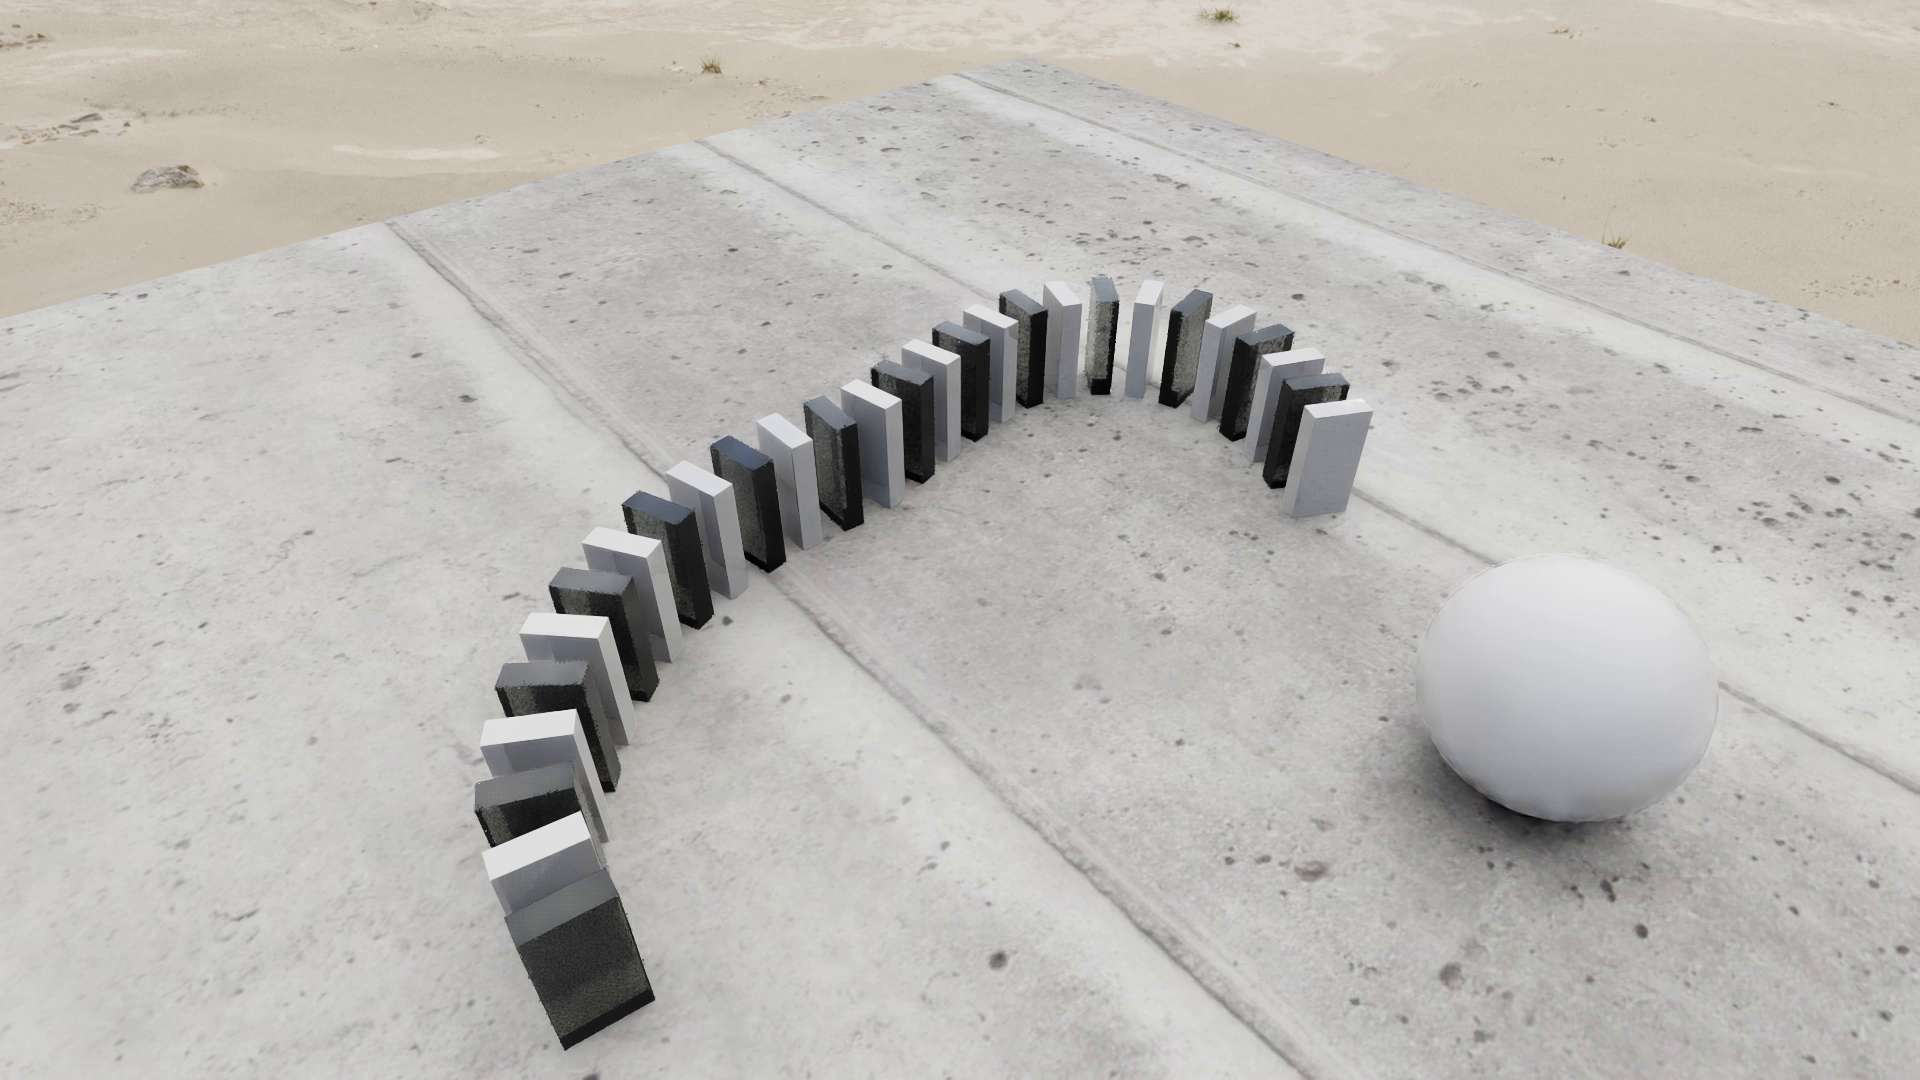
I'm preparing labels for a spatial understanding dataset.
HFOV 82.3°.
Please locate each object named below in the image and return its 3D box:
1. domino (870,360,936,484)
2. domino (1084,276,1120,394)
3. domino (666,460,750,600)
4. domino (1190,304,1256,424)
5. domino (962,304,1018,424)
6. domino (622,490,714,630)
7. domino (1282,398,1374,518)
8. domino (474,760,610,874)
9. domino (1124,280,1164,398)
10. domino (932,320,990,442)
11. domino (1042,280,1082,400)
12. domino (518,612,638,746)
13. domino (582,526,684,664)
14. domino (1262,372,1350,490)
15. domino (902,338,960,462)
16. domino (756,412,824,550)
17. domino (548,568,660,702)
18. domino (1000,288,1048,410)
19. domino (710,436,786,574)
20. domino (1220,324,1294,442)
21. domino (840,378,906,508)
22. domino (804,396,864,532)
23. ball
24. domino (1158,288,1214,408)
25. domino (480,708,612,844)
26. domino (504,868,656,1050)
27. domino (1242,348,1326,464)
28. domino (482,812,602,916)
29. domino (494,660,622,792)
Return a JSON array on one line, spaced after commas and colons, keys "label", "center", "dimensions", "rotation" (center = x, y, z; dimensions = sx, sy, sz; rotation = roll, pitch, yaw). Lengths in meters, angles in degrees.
[{"label": "domino", "center": [-0.024, -0.050, 0.473], "dimensions": [0.025, 0.050, 0.010], "rotation": [22, 44, 25]}, {"label": "domino", "center": [0.068, -0.098, 0.531], "dimensions": [0.010, 0.050, 0.025], "rotation": [-2, 39, -2]}, {"label": "domino", "center": [-0.095, -0.003, 0.415], "dimensions": [0.025, 0.050, 0.009], "rotation": [25, 45, 27]}, {"label": "domino", "center": [0.122, -0.082, 0.511], "dimensions": [0.025, 0.050, 0.009], "rotation": [-28, 47, -30]}, {"label": "domino", "center": [0.014, -0.082, 0.511], "dimensions": [0.025, 0.050, 0.009], "rotation": [30, 48, 32]}, {"label": "domino", "center": [-0.106, 0.008, 0.402], "dimensions": [0.025, 0.050, 0.009], "rotation": [19, 43, 22]}, {"label": "domino", "center": [0.150, -0.033, 0.452], "dimensions": [0.025, 0.050, 0.010], "rotation": [-8, 40, -10]}, {"label": "domino", "center": [-0.116, 0.085, 0.308], "dimensions": [0.025, 0.050, 0.009], "rotation": [-11, 41, -14]}, {"label": "domino", "center": [0.089, -0.097, 0.529], "dimensions": [0.009, 0.050, 0.025], "rotation": [12, 41, 15]}, {"label": "domino", "center": [0.000, -0.072, 0.499], "dimensions": [0.025, 0.050, 0.010], "rotation": [27, 46, 29]}, {"label": "domino", "center": [0.048, -0.096, 0.529], "dimensions": [0.010, 0.050, 0.025], "rotation": [-11, 41, -14]}, {"label": "domino", "center": [-0.122, 0.046, 0.356], "dimensions": [0.025, 0.050, 0.010], "rotation": [3, 39, 4]}, {"label": "domino", "center": [-0.114, 0.020, 0.387], "dimensions": [0.025, 0.050, 0.010], "rotation": [12, 41, 14]}, {"label": "domino", "center": [0.146, -0.046, 0.467], "dimensions": [0.025, 0.050, 0.009], "rotation": [-7, 40, -8]}, {"label": "domino", "center": [-0.013, -0.061, 0.486], "dimensions": [0.025, 0.050, 0.010], "rotation": [26, 46, 28]}, {"label": "domino", "center": [-0.068, -0.023, 0.440], "dimensions": [0.010, 0.050, 0.025], "rotation": [-28, 47, -30]}, {"label": "domino", "center": [-0.120, 0.033, 0.372], "dimensions": [0.025, 0.050, 0.009], "rotation": [7, 40, 9]}, {"label": "domino", "center": [0.029, -0.090, 0.522], "dimensions": [0.009, 0.050, 0.025], "rotation": [-23, 44, -25]}, {"label": "domino", "center": [-0.082, -0.013, 0.428], "dimensions": [0.025, 0.050, 0.010], "rotation": [28, 47, 30]}, {"label": "domino", "center": [0.134, -0.071, 0.498], "dimensions": [0.025, 0.050, 0.009], "rotation": [-19, 43, -22]}, {"label": "domino", "center": [-0.036, -0.040, 0.460], "dimensions": [0.025, 0.050, 0.009], "rotation": [28, 47, 30]}, {"label": "domino", "center": [-0.051, -0.031, 0.449], "dimensions": [0.010, 0.050, 0.025], "rotation": [-25, 46, -27]}, {"label": "ball", "center": [0.182, 0.045, 0.333], "dimensions": [0.080, 0.080, 0.080], "rotation": [0, 39, 0]}, {"label": "domino", "center": [0.107, -0.090, 0.522], "dimensions": [0.009, 0.050, 0.025], "rotation": [24, 45, 26]}, {"label": "domino", "center": [-0.121, 0.072, 0.324], "dimensions": [0.025, 0.050, 0.010], "rotation": [-6, 40, -8]}, {"label": "domino", "center": [-0.096, 0.107, 0.280], "dimensions": [0.025, 0.050, 0.009], "rotation": [-23, 45, -26]}, {"label": "domino", "center": [0.142, -0.059, 0.483], "dimensions": [0.025, 0.050, 0.009], "rotation": [-10, 40, -12]}, {"label": "domino", "center": [-0.107, 0.096, 0.294], "dimensions": [0.025, 0.050, 0.010], "rotation": [-21, 44, -23]}, {"label": "domino", "center": [-0.123, 0.059, 0.340], "dimensions": [0.025, 0.050, 0.009], "rotation": [-2, 39, -2]}]
